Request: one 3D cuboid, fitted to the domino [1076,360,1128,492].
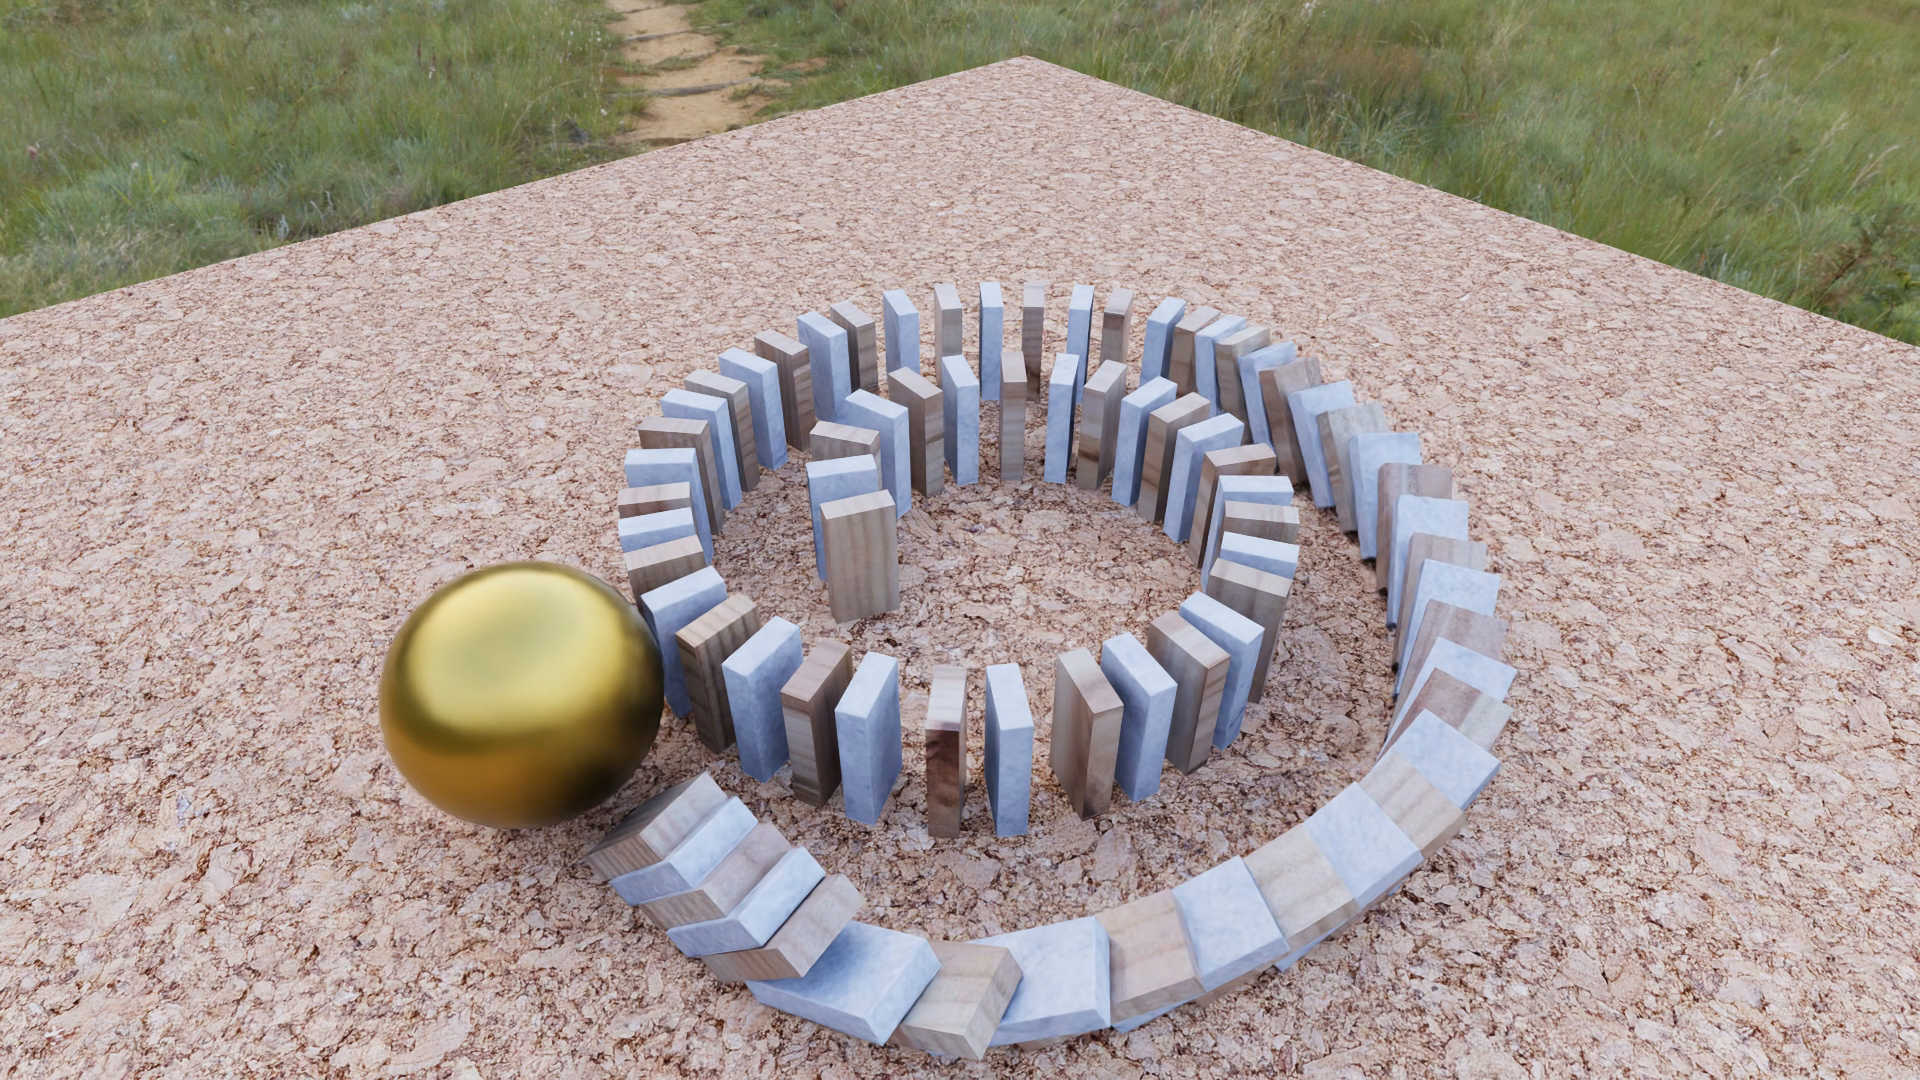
[{"bbox_3d":[0.060,-0.049,0.471,0.009,0.050,0.025,18,43,21],"label":"domino"}]

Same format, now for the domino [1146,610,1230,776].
[{"bbox_3d":[0.070,0.049,0.351,0.010,0.050,0.025,-25,45,-27],"label":"domino"}]

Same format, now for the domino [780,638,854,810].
[{"bbox_3d":[-0.043,0.057,0.342,0.010,0.050,0.025,16,42,19],"label":"domino"}]

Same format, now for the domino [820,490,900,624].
[{"bbox_3d":[-0.036,0.007,0.403,0.025,0.050,0.009,-13,41,-15],"label":"domino"}]

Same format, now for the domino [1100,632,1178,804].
[{"bbox_3d":[0.053,0.056,0.343,0.010,0.050,0.025,-18,43,-21],"label":"domino"}]

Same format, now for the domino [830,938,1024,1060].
[{"bbox_3d":[-0.011,0.116,0.283,0.050,0.009,0.025,-10,29,38],"label":"domino"}]

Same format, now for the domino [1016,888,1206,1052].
[{"bbox_3d":[0.036,0.113,0.289,0.050,0.010,0.025,-24,38,12],"label":"domino"}]

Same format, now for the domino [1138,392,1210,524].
[{"bbox_3d":[0.088,-0.033,0.452,0.025,0.050,0.010,-27,46,-29],"label":"domino"}]

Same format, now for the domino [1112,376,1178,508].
[{"bbox_3d":[0.077,-0.041,0.461,0.010,0.050,0.025,31,49,32],"label":"domino"}]

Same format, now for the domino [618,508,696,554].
[{"bbox_3d":[-0.105,0.013,0.396,0.025,0.050,0.009,-11,41,-13],"label":"domino"}]

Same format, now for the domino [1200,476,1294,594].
[{"bbox_3d":[0.107,-0.001,0.413,0.025,0.050,0.009,0,39,1],"label":"domino"}]

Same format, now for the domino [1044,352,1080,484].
[{"bbox_3d":[0.044,-0.052,0.475,0.009,0.050,0.025,7,40,9],"label":"domino"}]

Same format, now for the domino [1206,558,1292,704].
[{"bbox_3d":[0.095,0.031,0.373,0.025,0.050,0.010,18,43,20],"label":"domino"}]

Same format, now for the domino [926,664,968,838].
[{"bbox_3d":[-0.004,0.065,0.333,0.010,0.050,0.025,3,39,4],"label":"domino"}]

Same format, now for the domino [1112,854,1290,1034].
[{"bbox_3d":[0.059,0.108,0.294,0.050,0.010,0.025,-30,41,7],"label":"domino"}]

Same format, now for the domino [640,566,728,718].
[{"bbox_3d":[-0.089,0.035,0.369,0.025,0.050,0.009,-25,45,-27],"label":"domino"}]

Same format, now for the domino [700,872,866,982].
[{"bbox_3d":[-0.048,0.103,0.291,0.010,0.050,0.025,52,50,-7],"label":"domino"}]

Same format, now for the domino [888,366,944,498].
[{"bbox_3d":[-0.018,-0.045,0.467,0.010,0.050,0.025,-27,46,-29],"label":"domino"}]

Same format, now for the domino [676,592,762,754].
[{"bbox_3d":[-0.076,0.044,0.358,0.010,0.050,0.025,29,47,31],"label":"domino"}]

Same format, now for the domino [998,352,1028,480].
[{"bbox_3d":[0.022,-0.053,0.477,0.009,0.050,0.025,-1,39,-1],"label":"domino"}]

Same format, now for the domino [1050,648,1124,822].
[{"bbox_3d":[0.038,0.060,0.338,0.009,0.050,0.025,-13,41,-16],"label":"domino"}]

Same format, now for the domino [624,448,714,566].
[{"bbox_3d":[-0.112,-0.012,0.426,0.025,0.050,0.009,-2,39,-2],"label":"domino"}]

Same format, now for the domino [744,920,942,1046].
[{"bbox_3d":[-0.032,0.113,0.287,0.050,0.009,0.025,-6,28,43],"label":"domino"}]

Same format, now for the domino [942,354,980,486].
[{"bbox_3d":[0.000,-0.051,0.474,0.009,0.050,0.025,-10,40,-12],"label":"domino"}]

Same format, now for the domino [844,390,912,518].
[{"bbox_3d":[-0.033,-0.035,0.454,0.025,0.050,0.009,25,45,27],"label":"domino"}]

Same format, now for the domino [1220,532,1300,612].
[{"bbox_3d":[0.101,0.022,0.385,0.025,0.050,0.009,12,41,14],"label":"domino"}]

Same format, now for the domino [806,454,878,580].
[{"bbox_3d":[-0.044,-0.008,0.421,0.025,0.050,0.009,-9,40,-10],"label":"domino"}]

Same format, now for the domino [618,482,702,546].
[{"bbox_3d":[-0.109,0.003,0.408,0.025,0.050,0.010,-7,40,-9],"label":"domino"}]

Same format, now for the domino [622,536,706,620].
[{"bbox_3d":[-0.099,0.023,0.383,0.025,0.050,0.010,-16,42,-18],"label":"domino"}]

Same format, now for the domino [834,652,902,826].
[{"bbox_3d":[-0.027,0.061,0.337,0.010,0.050,0.025,12,41,14],"label":"domino"}]

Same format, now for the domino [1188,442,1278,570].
[{"bbox_3d":[0.105,-0.013,0.427,0.025,0.050,0.009,-10,40,-11],"label":"domino"}]

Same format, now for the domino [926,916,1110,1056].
[{"bbox_3d":[0.014,0.116,0.285,0.050,0.009,0.025,-20,34,21],"label":"domino"}]

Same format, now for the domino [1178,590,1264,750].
[{"bbox_3d":[0.082,0.043,0.359,0.025,0.050,0.010,32,49,33],"label":"domino"}]

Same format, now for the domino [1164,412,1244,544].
[{"bbox_3d":[0.097,-0.024,0.441,0.025,0.050,0.009,-20,43,-22],"label":"domino"}]

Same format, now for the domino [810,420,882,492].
[{"bbox_3d":[-0.044,-0.022,0.438,0.025,0.050,0.010,12,41,14],"label":"domino"}]

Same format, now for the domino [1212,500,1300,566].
[{"bbox_3d":[0.105,0.010,0.400,0.025,0.050,0.009,6,40,7],"label":"domino"}]

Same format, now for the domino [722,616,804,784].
[{"bbox_3d":[-0.060,0.051,0.349,0.009,0.050,0.025,22,44,25],"label":"domino"}]

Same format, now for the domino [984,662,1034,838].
[{"bbox_3d":[0.014,0.064,0.333,0.010,0.050,0.025,-5,40,-6],"label":"domino"}]
